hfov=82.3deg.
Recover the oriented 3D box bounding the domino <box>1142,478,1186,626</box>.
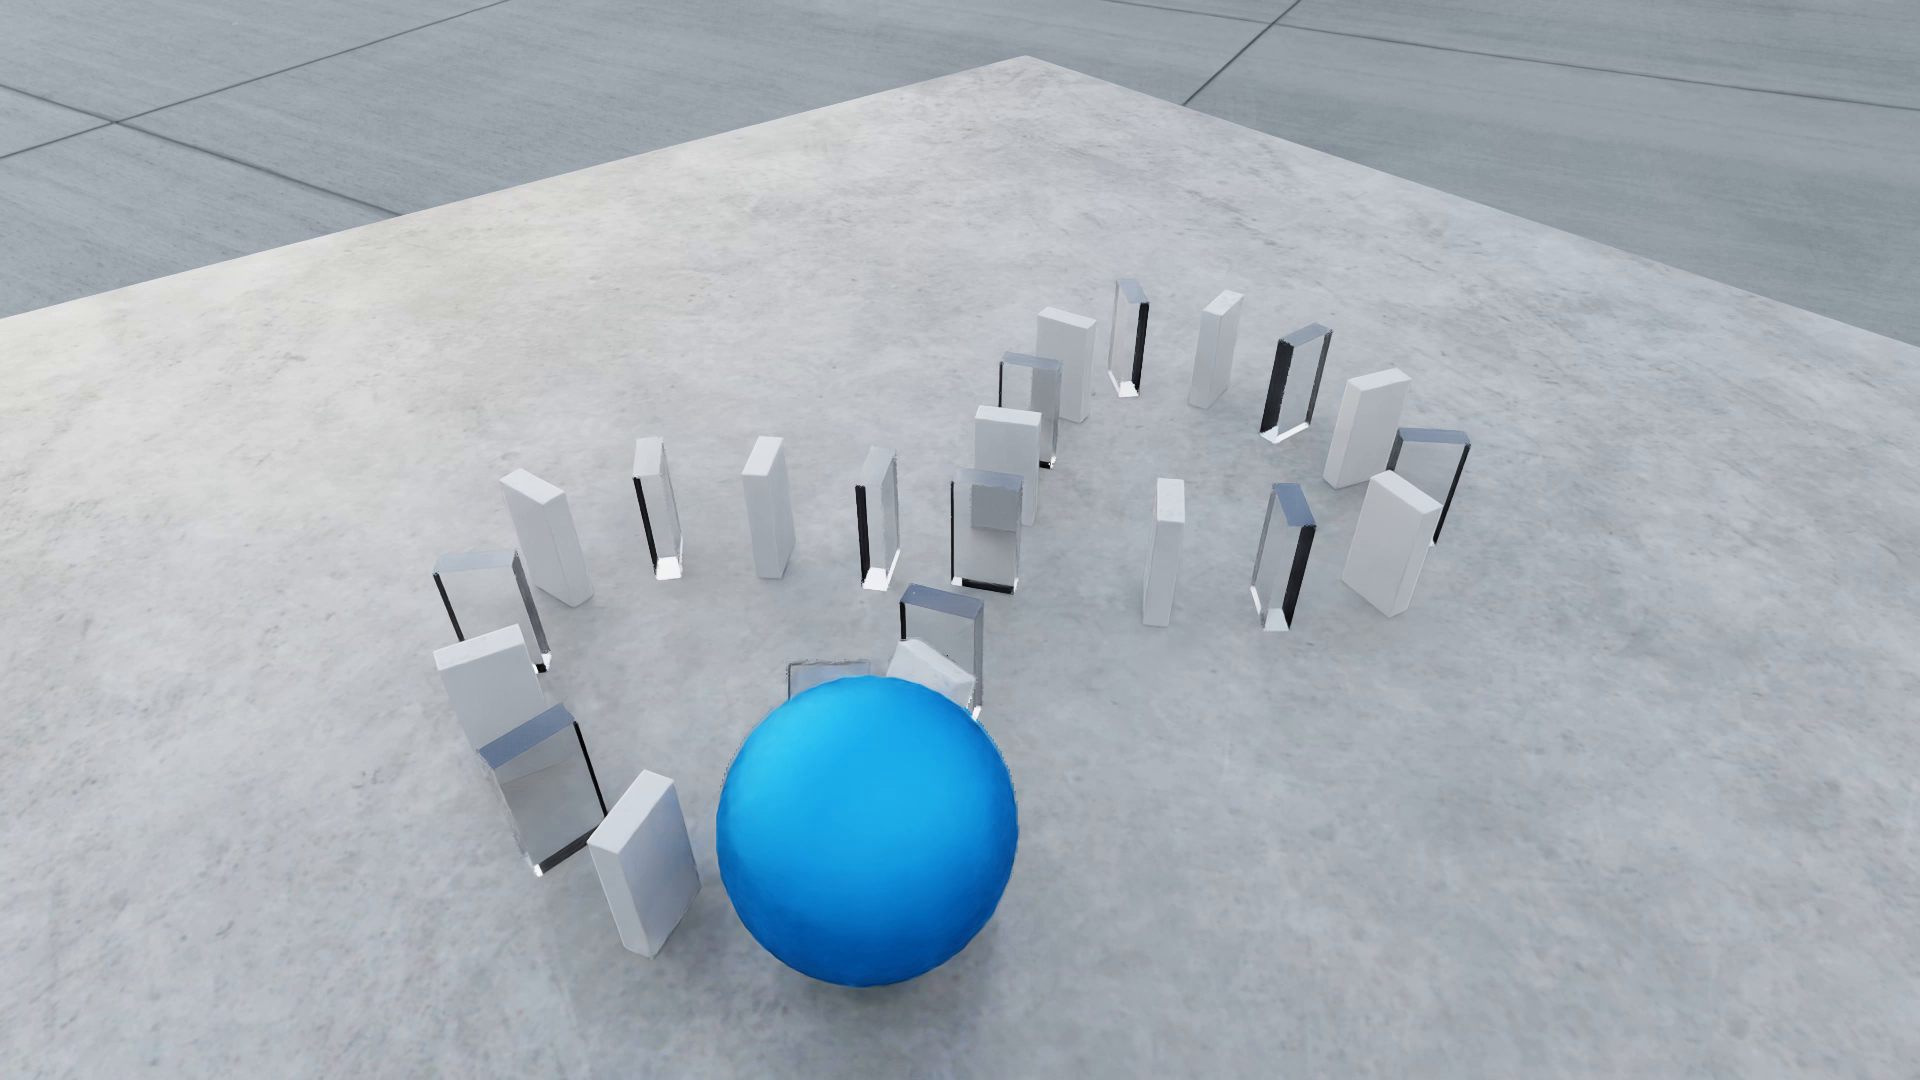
[{"bbox_3d":[0.075,0.005,0.405,0.010,0.050,0.025,5,40,6],"label":"domino"}]

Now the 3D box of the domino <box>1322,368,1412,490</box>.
[{"bbox_3d":[0.173,-0.047,0.469,0.025,0.050,0.010,-14,41,-17],"label":"domino"}]

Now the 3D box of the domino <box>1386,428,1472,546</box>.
[{"bbox_3d":[0.182,-0.021,0.437,0.025,0.050,0.009,4,39,5],"label":"domino"}]

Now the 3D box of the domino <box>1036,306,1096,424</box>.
[{"bbox_3d":[0.048,-0.081,0.510,0.025,0.050,0.009,22,44,24],"label":"domino"}]

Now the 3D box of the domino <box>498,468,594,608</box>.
[{"bbox_3d":[-0.154,0.000,0.412,0.025,0.050,0.010,24,45,27],"label":"domino"}]

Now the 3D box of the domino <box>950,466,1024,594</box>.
[{"bbox_3d":[0.010,-0.003,0.415,0.025,0.050,0.009,9,40,11],"label":"domino"}]

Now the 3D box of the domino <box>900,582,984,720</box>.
[{"bbox_3d":[-0.006,0.039,0.364,0.025,0.050,0.009,13,41,15],"label":"domino"}]

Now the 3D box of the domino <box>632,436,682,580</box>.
[{"bbox_3d":[-0.117,-0.012,0.426,0.009,0.050,0.025,-6,40,-7],"label":"domino"}]

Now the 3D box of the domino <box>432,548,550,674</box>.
[{"bbox_3d":[-0.161,0.026,0.380,0.025,0.050,0.009,-6,40,-7],"label":"domino"}]

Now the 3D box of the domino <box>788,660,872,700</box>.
[{"bbox_3d":[-0.040,0.063,0.338,0.025,0.050,0.010,-1,-1,-5],"label":"domino"}]

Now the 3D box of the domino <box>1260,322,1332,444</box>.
[{"bbox_3d":[0.152,-0.071,0.498,0.025,0.050,0.009,-26,46,-28],"label":"domino"}]

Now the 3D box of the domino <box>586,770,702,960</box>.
[{"bbox_3d":[-0.086,0.090,0.302,0.009,0.050,0.025,15,42,17],"label":"domino"}]

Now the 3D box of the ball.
[{"bbox_3d":[-0.025,0.077,0.294,0.080,0.080,0.080,0,39,0],"label":"ball"}]

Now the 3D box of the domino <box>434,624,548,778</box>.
[{"bbox_3d":[-0.145,0.052,0.348,0.025,0.050,0.010,-19,43,-22],"label":"domino"}]

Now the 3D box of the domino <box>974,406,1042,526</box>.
[{"bbox_3d":[0.019,-0.030,0.448,0.025,0.050,0.009,8,40,10],"label":"domino"}]

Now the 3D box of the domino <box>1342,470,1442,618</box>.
[{"bbox_3d":[0.160,0.002,0.409,0.009,0.050,0.025,-20,43,-22],"label":"domino"}]

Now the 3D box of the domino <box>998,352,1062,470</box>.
[{"bbox_3d":[0.030,-0.056,0.480,0.025,0.050,0.009,12,41,14],"label":"domino"}]

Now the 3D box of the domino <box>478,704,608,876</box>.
[{"bbox_3d":[-0.120,0.074,0.322,0.025,0.050,0.009,-32,49,-33],"label":"domino"}]

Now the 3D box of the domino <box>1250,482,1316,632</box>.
[{"bbox_3d":[0.118,0.007,0.403,0.010,0.050,0.025,0,39,0],"label":"domino"}]

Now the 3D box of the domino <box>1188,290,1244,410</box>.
[{"bbox_3d":[0.121,-0.090,0.521,0.009,0.050,0.025,24,45,26],"label":"domino"}]

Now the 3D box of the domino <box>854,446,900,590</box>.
[{"bbox_3d":[-0.031,-0.008,0.421,0.010,0.050,0.025,7,40,8],"label":"domino"}]

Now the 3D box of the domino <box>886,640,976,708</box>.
[{"bbox_3d":[-0.016,0.059,0.341,0.025,0.050,0.009,32,18,33],"label":"domino"}]

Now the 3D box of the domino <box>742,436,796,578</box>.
[{"bbox_3d":[-0.074,-0.012,0.426,0.009,0.050,0.025,4,40,5],"label":"domino"}]

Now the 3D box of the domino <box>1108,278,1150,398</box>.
[{"bbox_3d":[0.081,-0.097,0.530,0.009,0.050,0.025,-5,40,-6],"label":"domino"}]
